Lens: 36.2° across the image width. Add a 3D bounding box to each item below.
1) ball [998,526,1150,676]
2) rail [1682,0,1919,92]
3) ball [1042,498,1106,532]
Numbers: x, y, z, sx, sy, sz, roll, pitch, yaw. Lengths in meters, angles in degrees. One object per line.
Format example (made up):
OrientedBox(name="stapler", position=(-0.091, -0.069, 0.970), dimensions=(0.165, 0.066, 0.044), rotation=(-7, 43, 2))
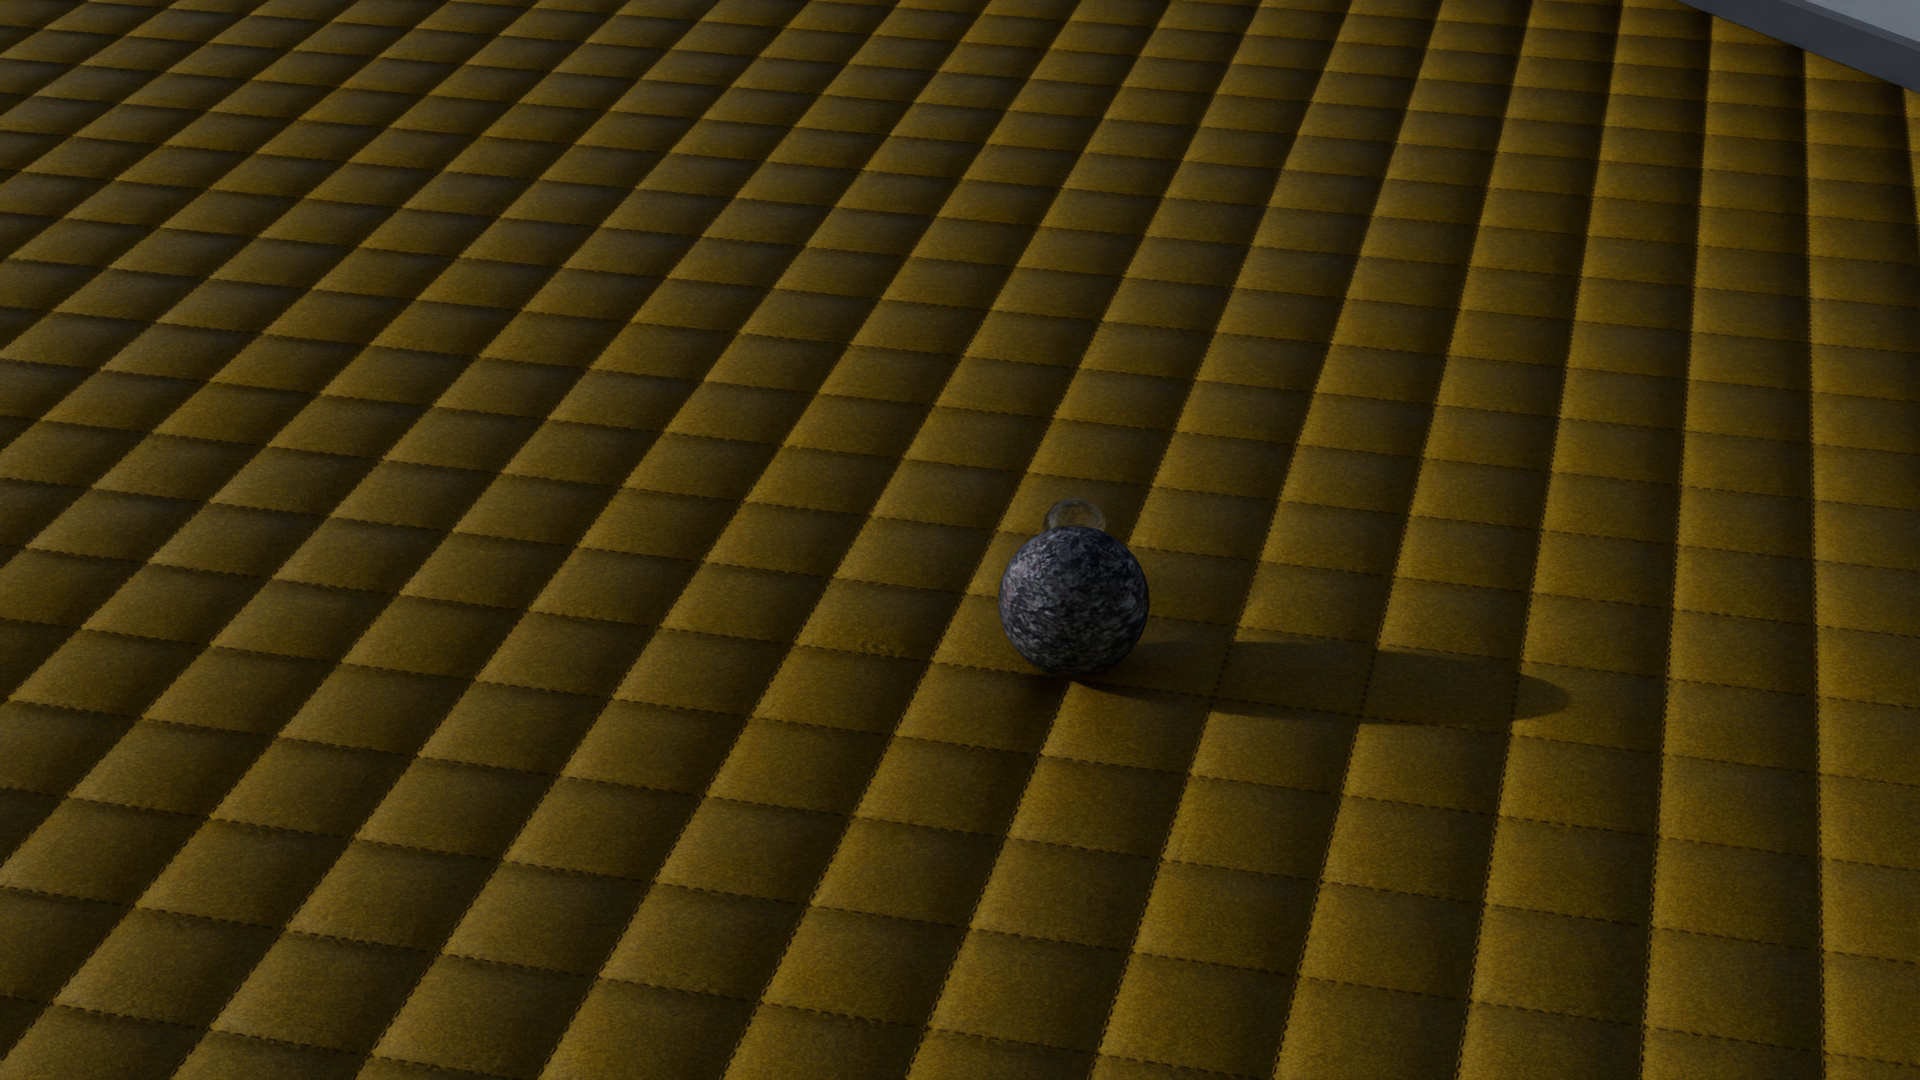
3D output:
OrientedBox(name="ball", position=(0.069, 0.037, 1.787), dimensions=(0.092, 0.092, 0.092), rotation=(0, 28, 0))
OrientedBox(name="rail", position=(0.486, -0.763, 3.244), dimensions=(0.045, 0.119, 4.311), rotation=(-16, 32, -27))
OrientedBox(name="ball", position=(0.075, -0.007, 1.921), dimensions=(0.042, 0.042, 0.042), rotation=(0, 28, 0))
